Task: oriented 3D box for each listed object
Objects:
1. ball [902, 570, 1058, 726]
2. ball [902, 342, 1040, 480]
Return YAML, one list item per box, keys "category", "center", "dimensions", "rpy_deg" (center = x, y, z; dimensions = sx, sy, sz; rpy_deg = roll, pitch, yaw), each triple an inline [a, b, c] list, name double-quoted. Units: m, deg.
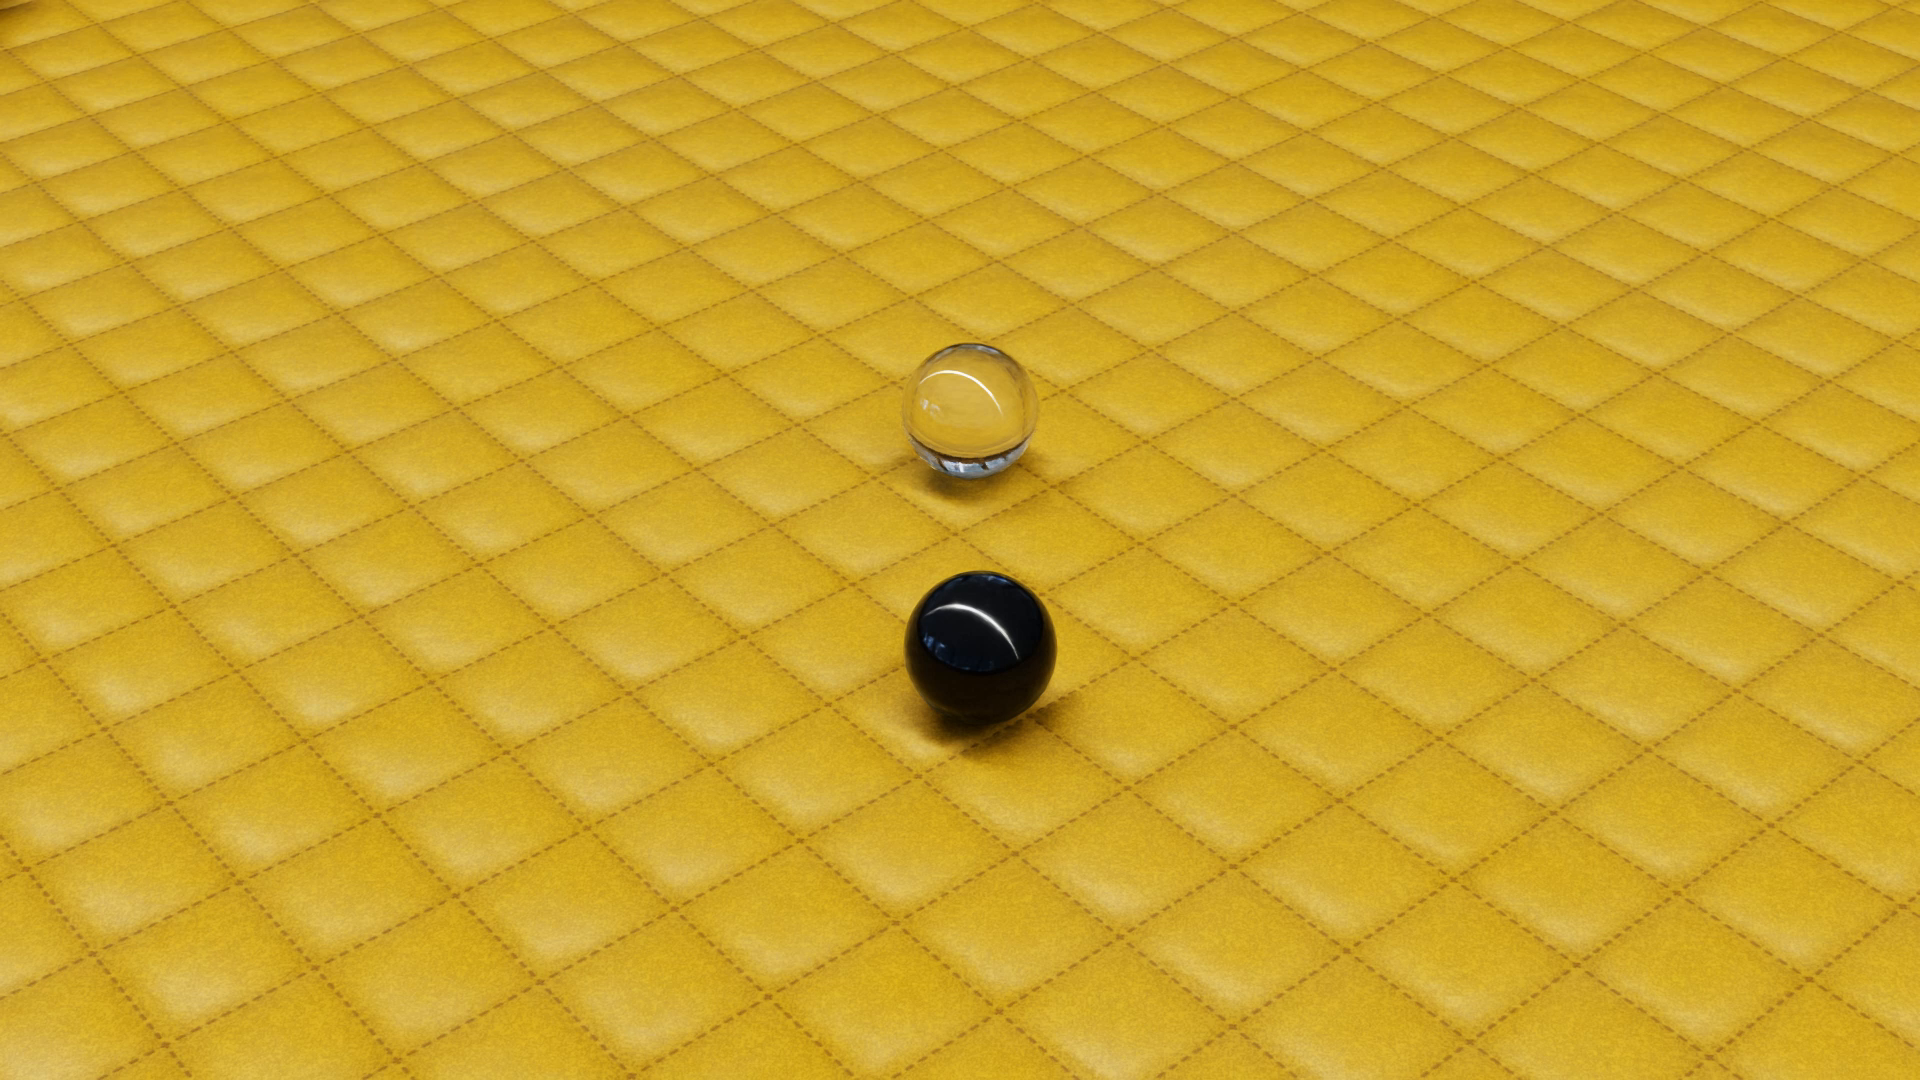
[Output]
- category: "ball"
  center: [0.012, 0.065, 1.558]
  dimensions: [0.094, 0.094, 0.094]
  rpy_deg: [0, 36, 0]
- category: "ball"
  center: [0.007, -0.090, 1.773]
  dimensions: [0.095, 0.095, 0.095]
  rpy_deg: [0, 36, 0]
